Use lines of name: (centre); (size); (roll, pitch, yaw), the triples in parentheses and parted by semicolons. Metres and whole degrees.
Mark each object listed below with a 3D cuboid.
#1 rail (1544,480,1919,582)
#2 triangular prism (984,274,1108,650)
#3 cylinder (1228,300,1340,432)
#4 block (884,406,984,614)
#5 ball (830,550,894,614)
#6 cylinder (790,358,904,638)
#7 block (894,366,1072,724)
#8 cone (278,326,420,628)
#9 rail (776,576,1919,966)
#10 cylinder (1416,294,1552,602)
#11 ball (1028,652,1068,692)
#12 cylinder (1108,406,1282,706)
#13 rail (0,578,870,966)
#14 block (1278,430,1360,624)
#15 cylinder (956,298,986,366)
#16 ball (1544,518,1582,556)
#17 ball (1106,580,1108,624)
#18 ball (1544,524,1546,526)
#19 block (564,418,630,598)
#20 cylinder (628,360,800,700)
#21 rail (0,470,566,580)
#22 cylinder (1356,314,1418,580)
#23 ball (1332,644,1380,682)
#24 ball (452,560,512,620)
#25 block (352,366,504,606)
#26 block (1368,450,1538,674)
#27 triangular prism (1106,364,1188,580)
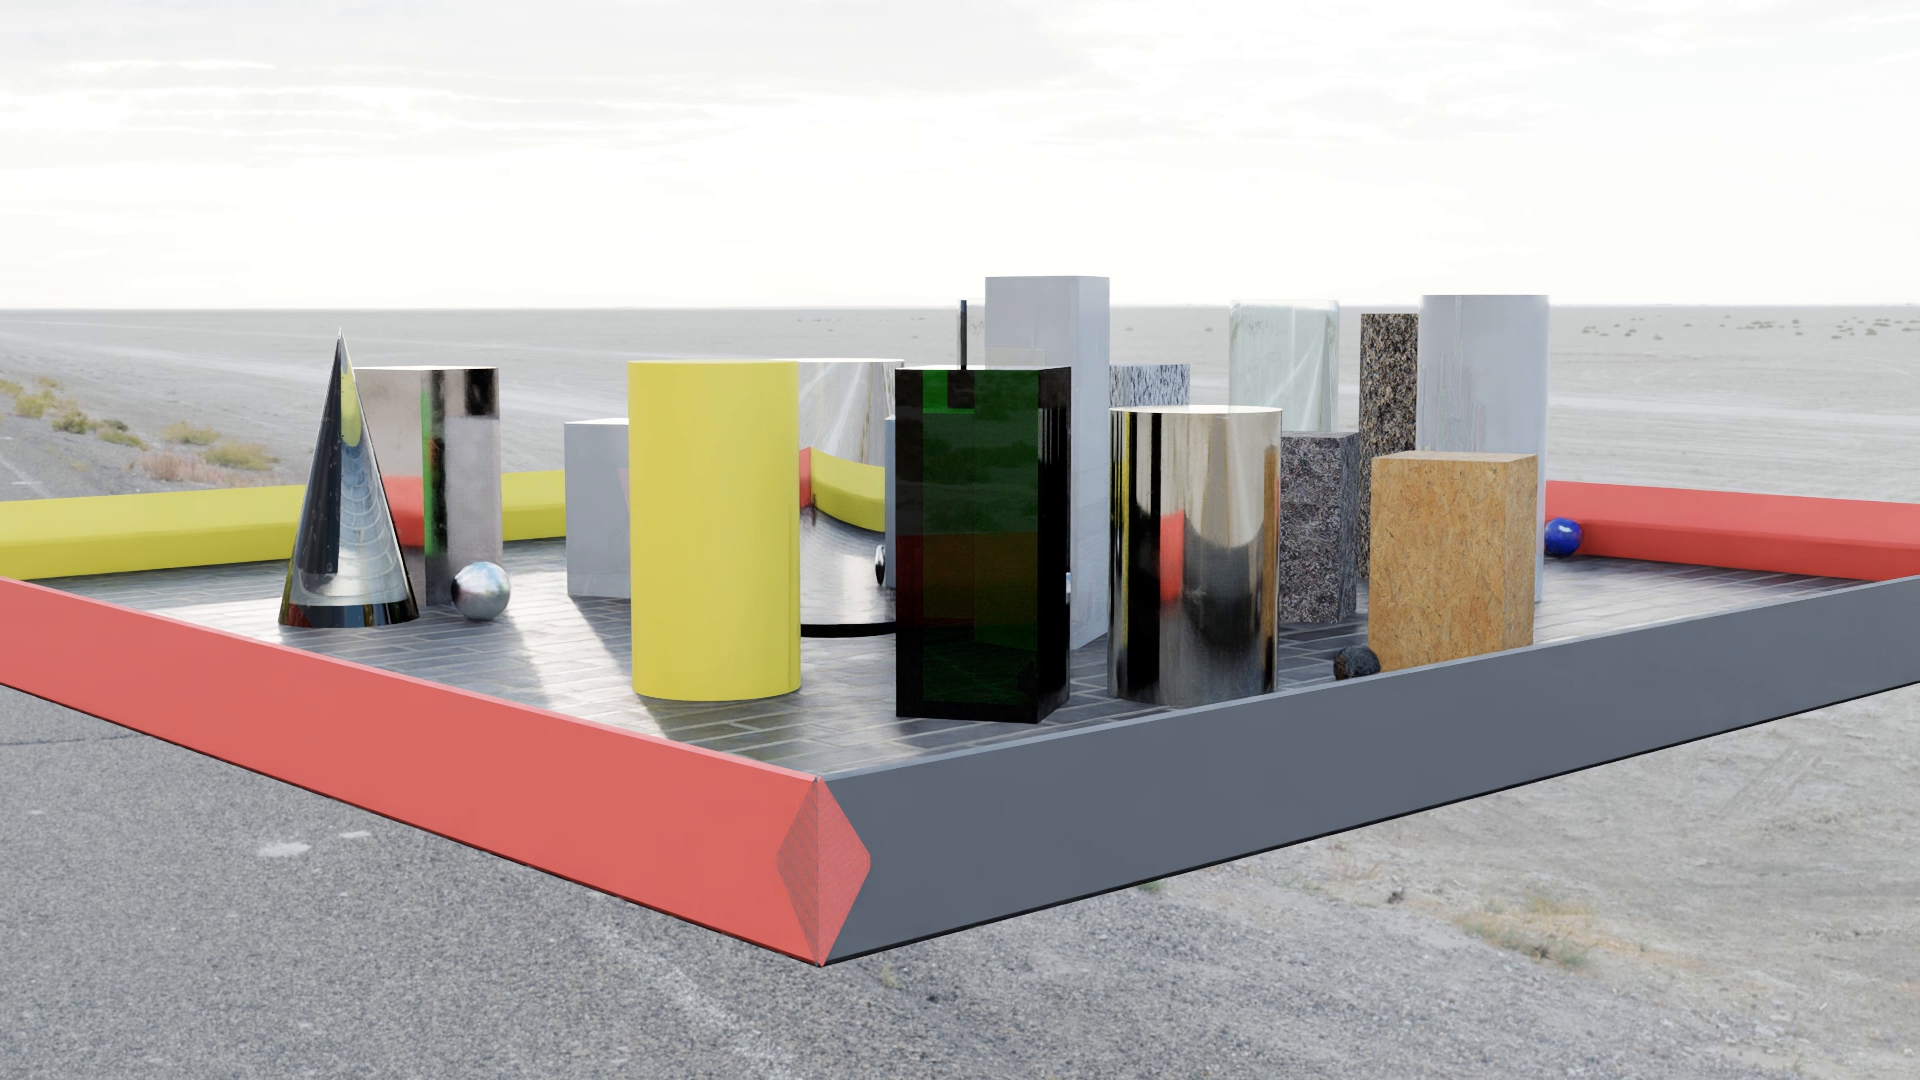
rail: (0.958, -0.058, 4.211); (0.045, 0.130, 2.594); (-5, 8, -42)
triangular prism: (0.147, -0.112, 2.994); (0.150, 0.491, 0.173); (-5, 8, -42)
cylinder: (0.591, -0.206, 4.029); (0.200, 0.465, 0.200); (0, 6, 0)
block: (-0.015, -0.049, 3.322); (0.160, 0.298, 0.160); (2, 6, 15)
ball: (-0.145, 0.062, 3.242); (0.095, 0.095, 0.095); (0, 6, 0)
cylinder: (-0.177, -0.063, 3.085); (0.200, 0.376, 0.200); (0, 6, 0)
block: (0.028, -0.001, 2.457); (0.160, 0.382, 0.160); (2, 6, 16)
cone: (-0.888, -0.097, 3.176); (0.200, 0.424, 0.200); (0, 6, 0)
rail: (0.863, 0.131, 2.401); (2.654, 0.130, 0.045); (-5, 8, -42)
cylinder: (0.810, -0.146, 3.422); (0.200, 0.470, 0.200); (0, 6, 0)
ball: (0.104, 0.154, 2.582); (0.048, 0.048, 0.048); (0, 6, 0)
cylinder: (0.272, 0.013, 2.566); (0.200, 0.332, 0.200); (0, 6, 0)
rail: (-0.958, 0.125, 2.453); (0.045, 0.130, 2.594); (-5, 8, -42)
block: (0.492, -0.023, 3.234); (0.160, 0.265, 0.160); (2, 6, 20)
cylinder: (0.094, -0.155, 3.540); (0.200, 0.465, 0.200); (0, 6, 0)
ball: (1.094, -0.005, 3.997); (0.071, 0.071, 0.071); (0, 6, 0)
ball: (0.230, 0.086, 3.091); (0.077, 0.077, 0.077); (0, 6, 0)
ball: (1.045, -0.011, 4.049); (0.072, 0.072, 0.072); (0, 6, 0)
block: (-0.516, -0.053, 3.496); (0.160, 0.271, 0.160); (2, 6, 20)
cylinder: (-0.290, -0.018, 2.600); (0.200, 0.386, 0.200); (0, 6, 0)
rail: (-0.863, -0.063, 4.263); (2.654, 0.130, 0.045); (-5, 8, -42)
cylinder: (0.768, -0.157, 3.677); (0.200, 0.440, 0.200); (0, 6, 0)
ball: (0.466, 0.150, 2.583); (0.055, 0.055, 0.055); (0, 6, 0)
ball: (-0.691, 0.073, 3.178); (0.086, 0.086, 0.086); (0, 6, 0)
block: (-0.828, -0.089, 3.419); (0.160, 0.357, 0.160); (4, 7, 34)
block: (0.596, 0.034, 2.656); (0.160, 0.271, 0.160); (3, 7, 27)
triangular prism: (0.225, -0.074, 3.227); (0.150, 0.367, 0.173); (4, 7, 36)
